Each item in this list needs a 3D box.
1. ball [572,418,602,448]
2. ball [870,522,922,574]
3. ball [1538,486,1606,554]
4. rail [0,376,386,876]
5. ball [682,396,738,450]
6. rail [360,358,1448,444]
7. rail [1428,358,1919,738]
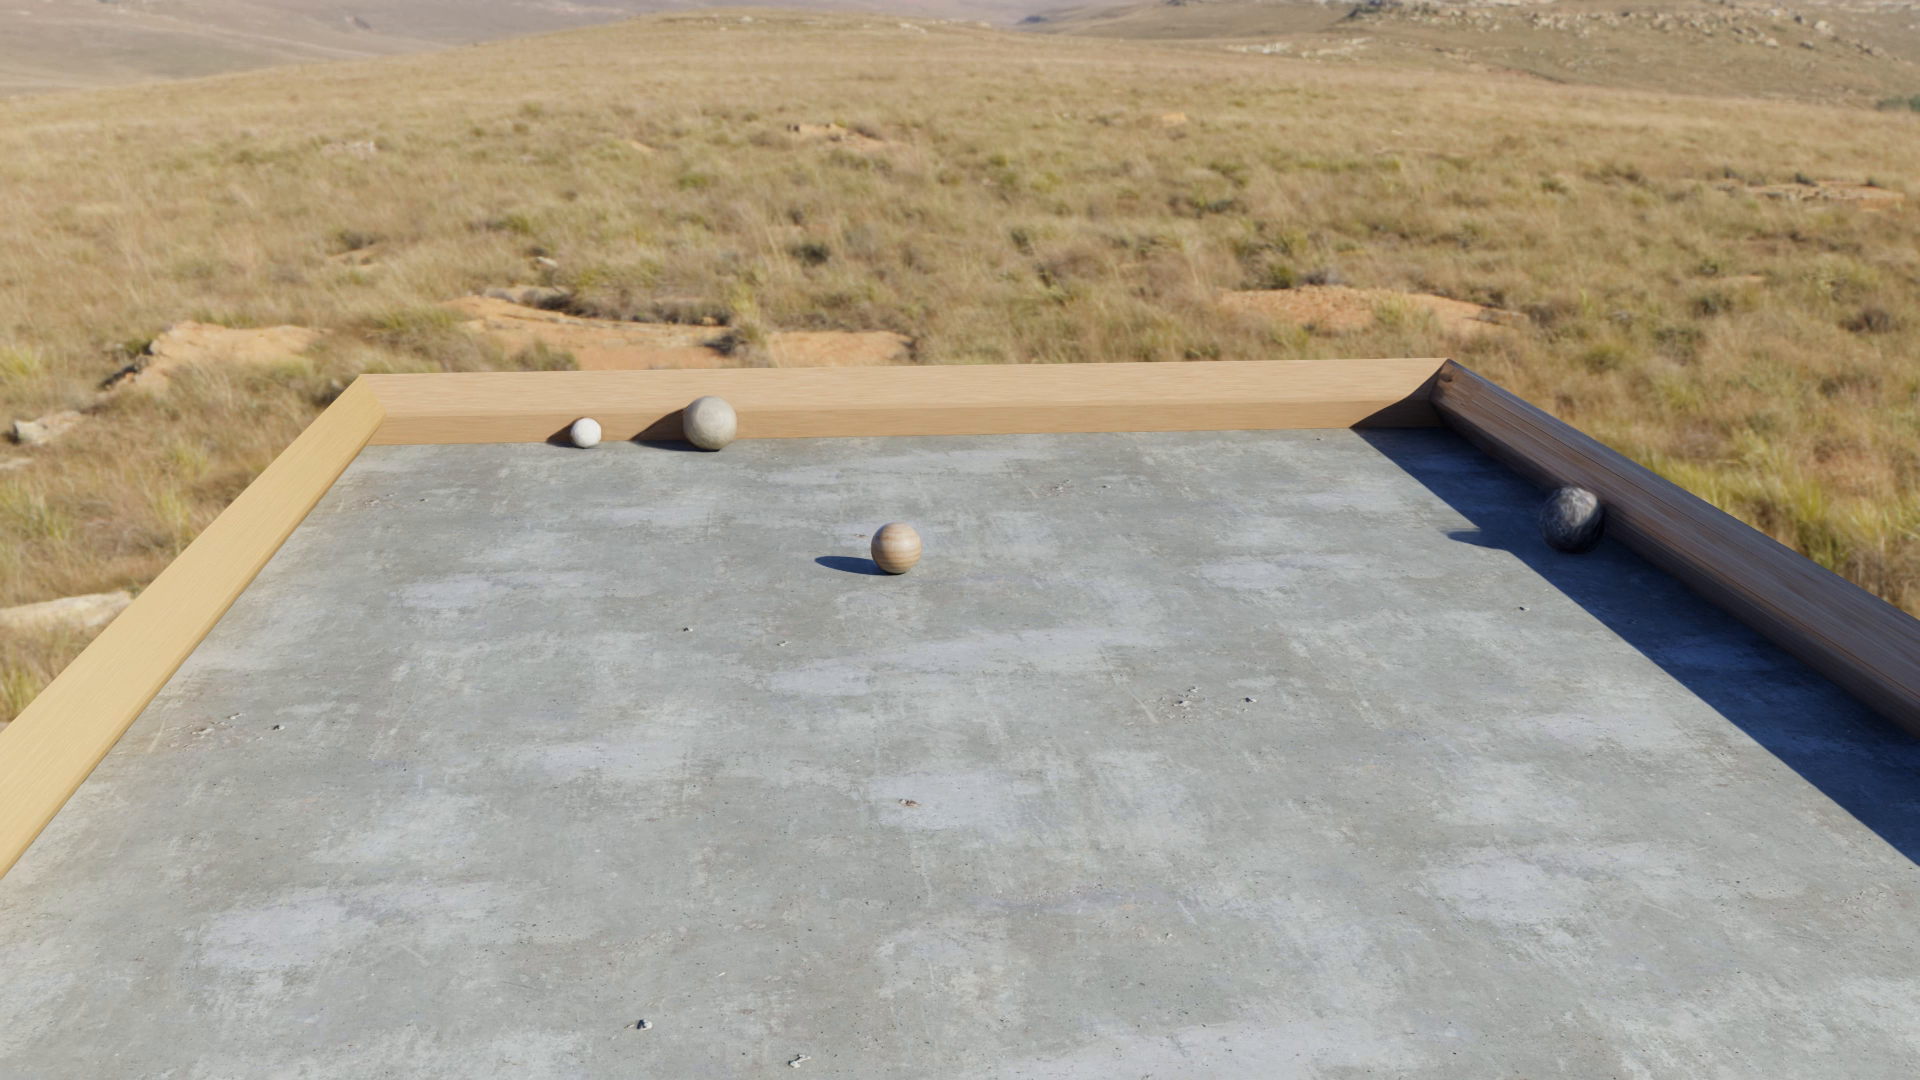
[{"bbox_3d":[-0.602,-0.172,3.544,0.048,0.048,0.048,0,14,0],"label":"ball"},{"bbox_3d":[-0.081,0.010,2.798,0.066,0.066,0.066,0,14,0],"label":"ball"},{"bbox_3d":[0.806,-0.027,2.897,0.088,0.088,0.088,0,14,0],"label":"ball"},{"bbox_3d":[-0.798,0.202,1.949,0.045,0.115,3.334,-1,14,-5],"label":"rail"},{"bbox_3d":[-0.401,-0.187,3.521,0.089,0.089,0.089,0,14,0],"label":"ball"},{"bbox_3d":[-0.071,-0.224,3.609,1.795,0.115,0.045,-1,14,-5],"label":"rail"},{"bbox_3d":[0.943,0.164,2.097,0.045,0.115,3.334,-1,14,-5],"label":"rail"}]
